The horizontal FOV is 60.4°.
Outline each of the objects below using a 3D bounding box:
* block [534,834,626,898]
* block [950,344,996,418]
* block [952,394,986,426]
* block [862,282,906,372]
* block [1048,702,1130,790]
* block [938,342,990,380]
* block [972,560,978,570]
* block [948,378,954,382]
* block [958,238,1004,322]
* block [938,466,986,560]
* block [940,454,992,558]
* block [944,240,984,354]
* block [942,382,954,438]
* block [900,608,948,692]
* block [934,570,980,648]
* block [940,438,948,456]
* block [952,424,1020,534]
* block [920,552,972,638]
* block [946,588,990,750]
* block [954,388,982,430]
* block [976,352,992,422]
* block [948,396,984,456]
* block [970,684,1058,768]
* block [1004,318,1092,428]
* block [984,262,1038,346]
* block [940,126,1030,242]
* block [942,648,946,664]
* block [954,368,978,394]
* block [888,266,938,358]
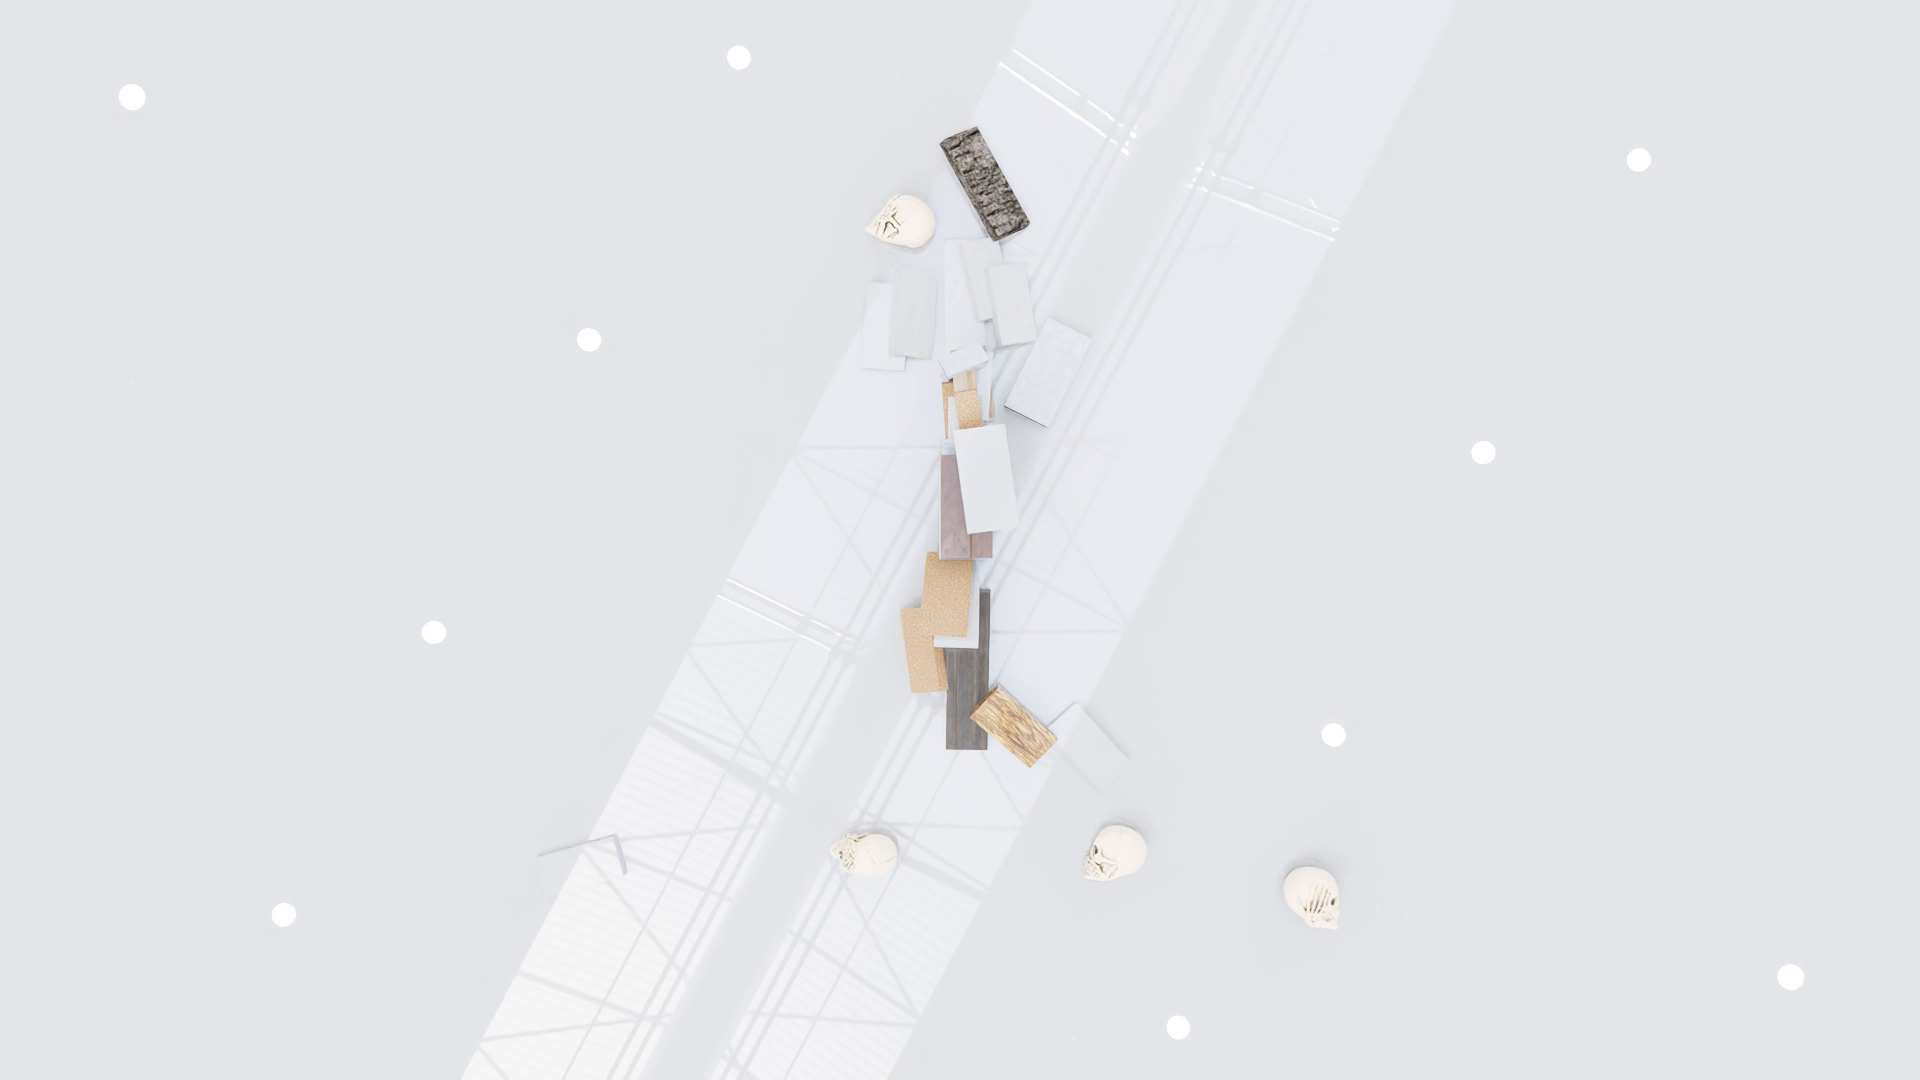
[{"bbox_3d":[-1.262,1.085,5.481,0.270,0.038,0.135,-16,90,0],"label":"block"},{"bbox_3d":[0.042,-0.510,5.375,0.117,0.033,0.235,-9,99,1],"label":"block"},{"bbox_3d":[0.024,-0.360,5.341,0.111,0.031,0.222,4,86,-1],"label":"block"},{"bbox_3d":[-0.246,-0.708,5.480,0.141,0.040,0.283,4,90,0],"label":"block"},{"bbox_3d":[0.425,0.685,5.481,0.135,0.038,0.270,-42,90,0],"label":"block"},{"bbox_3d":[0.011,-0.573,5.270,0.146,0.021,0.073,-24,68,-10],"label":"block"},{"bbox_3d":[-0.003,0.119,5.386,0.116,0.033,0.232,0,99,-1],"label":"block"},{"bbox_3d":[-0.006,-0.498,5.450,0.061,0.017,0.122,-3,95,0],"label":"block"},{"bbox_3d":[0.087,-0.862,5.447,0.130,0.037,0.259,-15,96,-22],"label":"block"},{"bbox_3d":[0.006,-0.087,5.308,0.149,0.042,0.299,0,83,-2],"label":"block"},{"bbox_3d":[0.020,-0.104,5.211,0.163,0.046,0.326,0,87,-1],"label":"block"},{"bbox_3d":[0.015,-0.797,5.482,0.130,0.037,0.398,-1,90,0],"label":"block"},{"bbox_3d":[0.006,-0.406,5.438,0.117,0.033,0.235,-4,106,0],"label":"block"},{"bbox_3d":[-0.118,0.361,5.436,0.039,0.139,0.278,-8,90,-43],"label":"block"},{"bbox_3d":[-0.009,0.218,5.266,0.139,0.039,0.278,2,51,0],"label":"block"},{"bbox_3d":[0.005,-0.202,5.364,0.126,0.036,0.253,-2,86,-2],"label":"block"},{"bbox_3d":[0.081,-0.191,5.171,0.163,0.046,0.326,-8,88,-2],"label":"block"},{"bbox_3d":[-0.043,0.172,5.249,0.149,0.042,0.299,4,51,2],"label":"block"},{"bbox_3d":[0.026,0.427,5.415,0.139,0.039,0.543,1,104,-1],"label":"block"},{"bbox_3d":[0.028,-0.403,5.238,0.073,0.021,0.146,-10,109,1],"label":"block"},{"bbox_3d":[0.043,-0.498,5.319,0.111,0.031,0.222,4,86,-1],"label":"block"},{"bbox_3d":[0.017,-0.348,5.286,0.111,0.031,0.222,1,99,-1],"label":"block"},{"bbox_3d":[0.176,0.614,5.425,0.270,0.038,0.135,41,99,-11],"label":"block"},{"bbox_3d":[0.292,-0.555,5.477,0.163,0.046,0.326,27,90,0],"label":"block"},{"bbox_3d":[0.168,-0.778,5.441,0.130,0.037,0.259,-11,94,-23],"label":"block"},{"bbox_3d":[0.083,-1.176,5.448,0.141,0.040,0.370,-29,90,-30],"label":"block"},{"bbox_3d":[-0.009,0.303,5.457,0.116,0.033,0.232,0,103,0],"label":"block"},{"bbox_3d":[0.014,-0.519,5.269,0.073,0.021,0.146,-4,66,-2],"label":"block"},{"bbox_3d":[-0.155,-0.750,5.447,0.141,0.040,0.283,4,90,-31],"label":"block"}]
